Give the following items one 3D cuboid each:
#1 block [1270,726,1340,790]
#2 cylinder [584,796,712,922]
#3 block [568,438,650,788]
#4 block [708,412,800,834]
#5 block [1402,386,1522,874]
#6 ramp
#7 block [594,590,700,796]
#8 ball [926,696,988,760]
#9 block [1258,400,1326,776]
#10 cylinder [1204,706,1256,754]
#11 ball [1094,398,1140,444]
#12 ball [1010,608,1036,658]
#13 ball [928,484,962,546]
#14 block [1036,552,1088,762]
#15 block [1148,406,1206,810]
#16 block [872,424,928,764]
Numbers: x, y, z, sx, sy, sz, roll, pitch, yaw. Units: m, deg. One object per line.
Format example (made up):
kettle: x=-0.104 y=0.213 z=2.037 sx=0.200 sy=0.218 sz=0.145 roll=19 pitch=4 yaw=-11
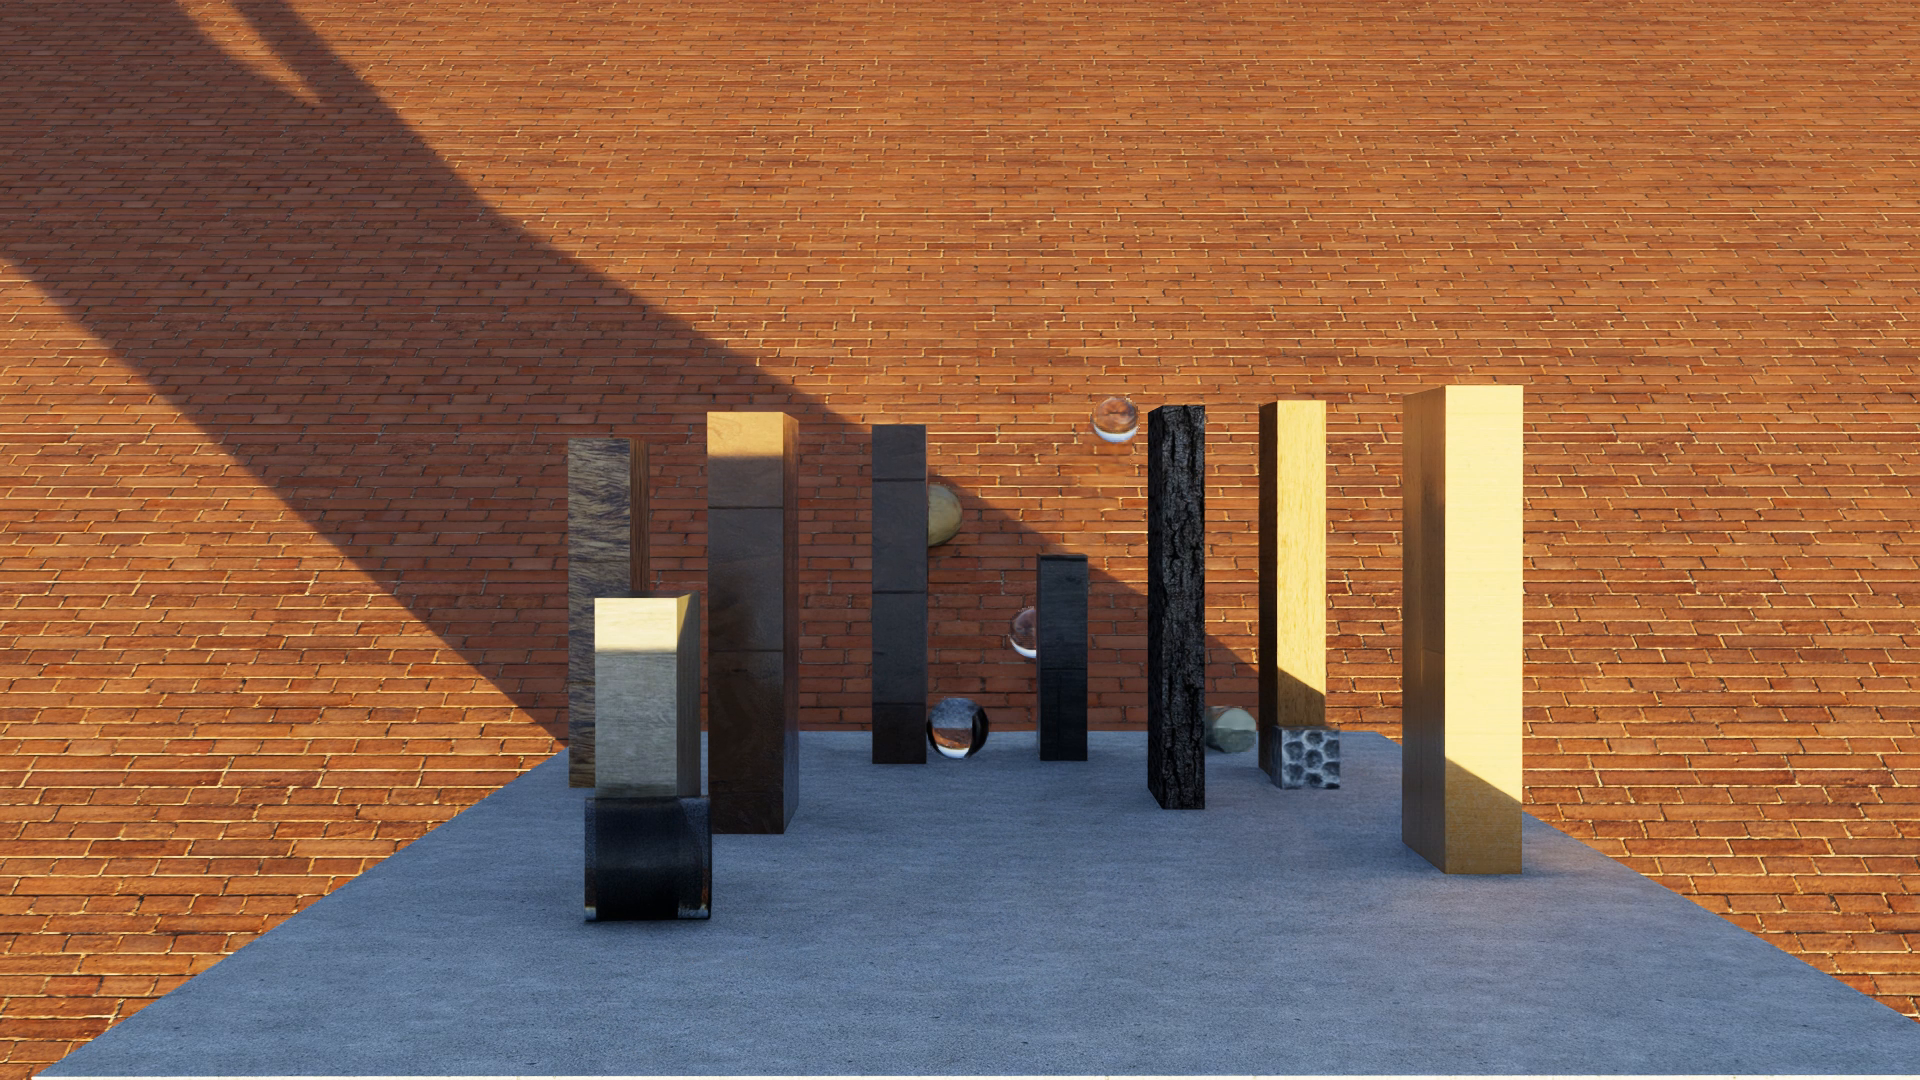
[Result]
block: x=0.708 y=0.446 z=5.303 sx=0.119 sy=0.119 sz=0.119 roll=0 pitch=1 yaw=-4
cylinder: x=-0.435 y=0.442 z=3.592 sx=0.172 sy=0.172 sz=0.172 roll=0 pitch=28 yaw=-8
block: x=-0.738 y=0.146 z=5.451 sx=0.126 sy=0.715 sz=0.337 roll=0 pitch=1 yaw=0
block: x=-0.376 y=0.143 z=4.750 sx=0.132 sy=0.740 sz=0.449 roll=0 pitch=1 yaw=0
block: x=0.817 y=0.138 z=4.224 sx=0.120 sy=0.762 sz=0.391 roll=0 pitch=1 yaw=0
ramp: x=0.063 y=0.565 z=4.604 sx=2.000 sy=0.100 sz=4.000 roll=0 pitch=1 yaw=0
block: x=-0.462 y=0.303 z=3.854 sx=0.116 sy=0.444 sz=0.344 roll=0 pitch=1 yaw=0
ball: x=-0.005 y=0.427 z=5.867 sx=0.142 sy=0.142 sz=0.142 roll=0 pitch=28 yaw=0
block: x=0.709 y=0.106 z=5.529 sx=0.099 sy=0.793 sz=0.337 roll=0 pitch=1 yaw=0
cylinder: x=0.625 y=0.443 z=6.045 sx=0.105 sy=0.105 sz=0.105 roll=-9 pitch=3 yaw=-17
ball: x=0.501 y=-0.384 z=8.288 sx=0.148 sy=0.148 sz=0.148 roll=0 pitch=28 yaw=0
ball: x=0.204 y=0.256 z=7.087 sx=0.137 sy=0.137 sz=0.137 roll=0 pitch=28 yaw=0
ball: x=-0.085 y=-0.073 z=7.659 sx=0.185 sy=0.185 sz=0.185 roll=0 pitch=28 yaw=0
block: x=0.235 y=0.264 z=5.974 sx=0.106 sy=0.465 sz=0.295 roll=0 pitch=1 yaw=0
block: x=0.424 y=0.125 z=5.084 sx=0.080 sy=0.766 sz=0.384 roll=0 pitch=1 yaw=0
block: x=-0.136 y=0.119 z=5.942 sx=0.120 sy=0.756 sz=0.357 roll=0 pitch=1 yaw=0
